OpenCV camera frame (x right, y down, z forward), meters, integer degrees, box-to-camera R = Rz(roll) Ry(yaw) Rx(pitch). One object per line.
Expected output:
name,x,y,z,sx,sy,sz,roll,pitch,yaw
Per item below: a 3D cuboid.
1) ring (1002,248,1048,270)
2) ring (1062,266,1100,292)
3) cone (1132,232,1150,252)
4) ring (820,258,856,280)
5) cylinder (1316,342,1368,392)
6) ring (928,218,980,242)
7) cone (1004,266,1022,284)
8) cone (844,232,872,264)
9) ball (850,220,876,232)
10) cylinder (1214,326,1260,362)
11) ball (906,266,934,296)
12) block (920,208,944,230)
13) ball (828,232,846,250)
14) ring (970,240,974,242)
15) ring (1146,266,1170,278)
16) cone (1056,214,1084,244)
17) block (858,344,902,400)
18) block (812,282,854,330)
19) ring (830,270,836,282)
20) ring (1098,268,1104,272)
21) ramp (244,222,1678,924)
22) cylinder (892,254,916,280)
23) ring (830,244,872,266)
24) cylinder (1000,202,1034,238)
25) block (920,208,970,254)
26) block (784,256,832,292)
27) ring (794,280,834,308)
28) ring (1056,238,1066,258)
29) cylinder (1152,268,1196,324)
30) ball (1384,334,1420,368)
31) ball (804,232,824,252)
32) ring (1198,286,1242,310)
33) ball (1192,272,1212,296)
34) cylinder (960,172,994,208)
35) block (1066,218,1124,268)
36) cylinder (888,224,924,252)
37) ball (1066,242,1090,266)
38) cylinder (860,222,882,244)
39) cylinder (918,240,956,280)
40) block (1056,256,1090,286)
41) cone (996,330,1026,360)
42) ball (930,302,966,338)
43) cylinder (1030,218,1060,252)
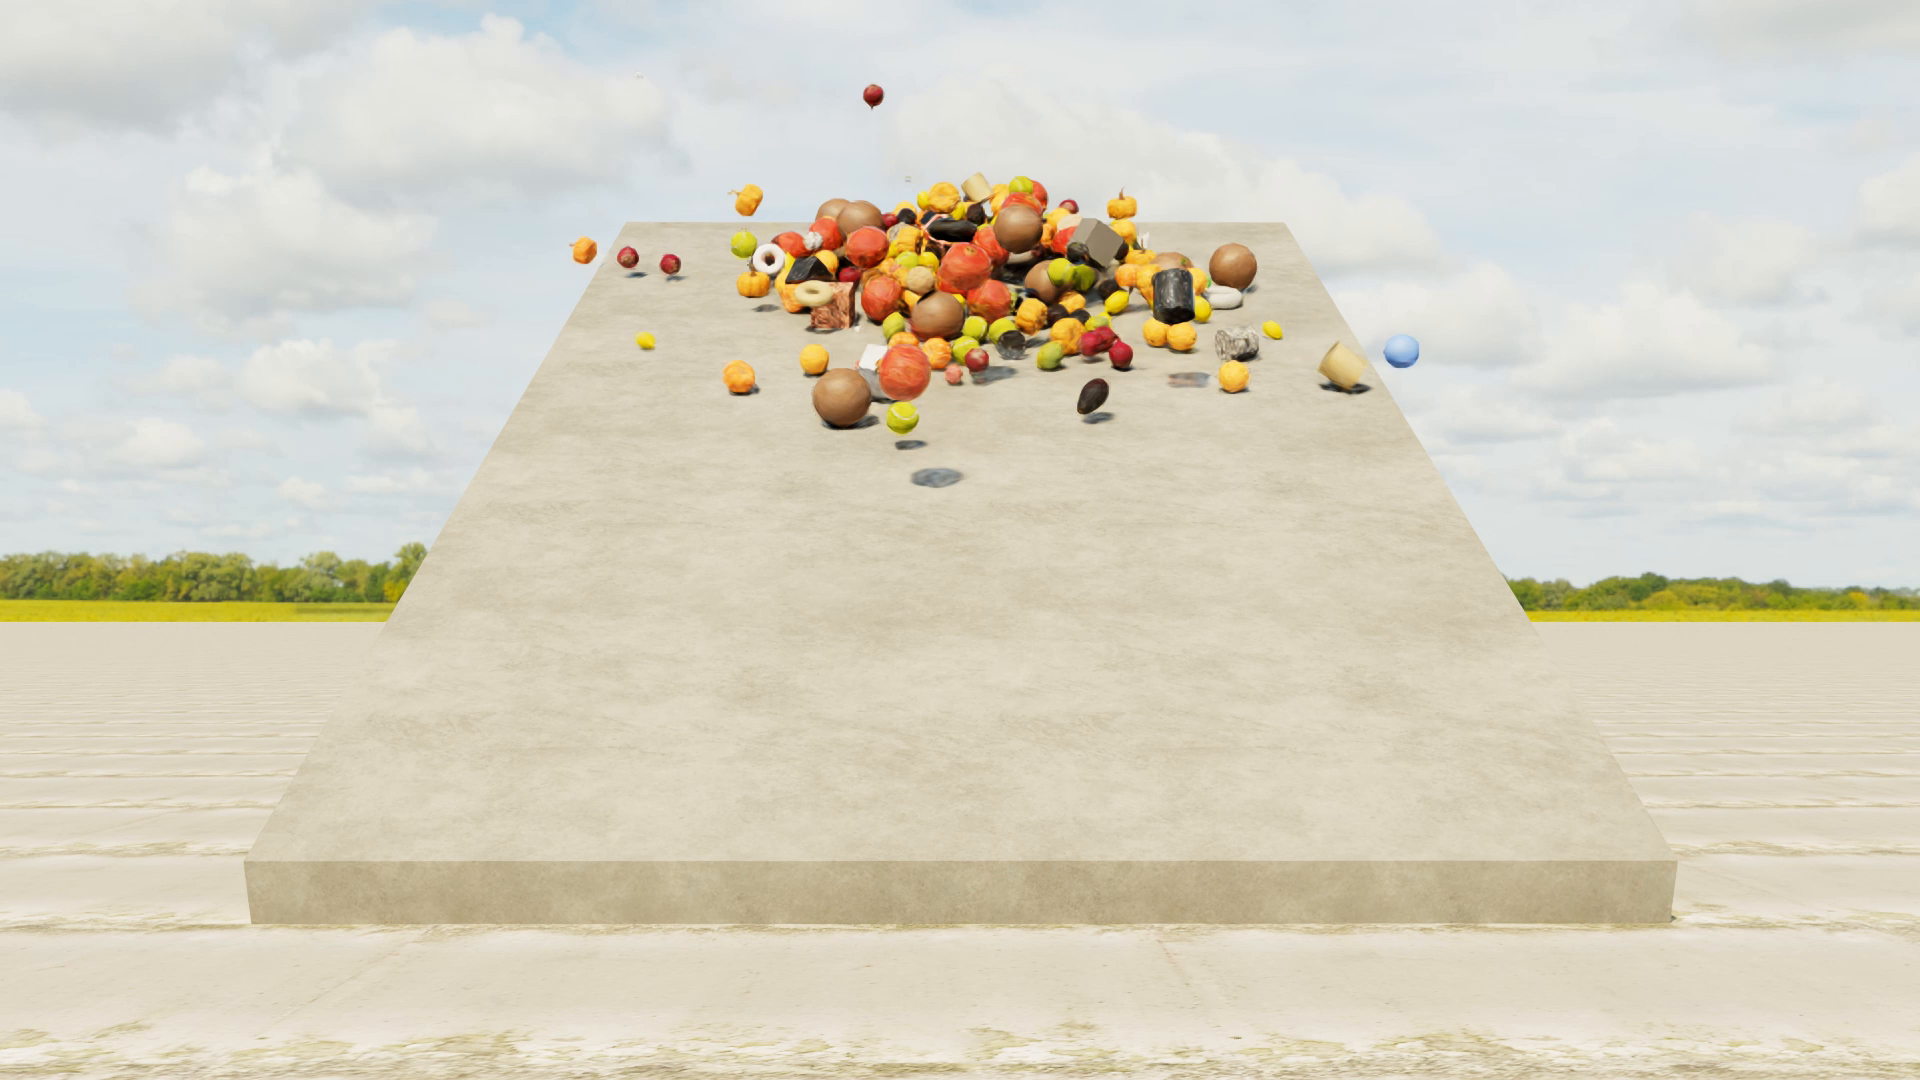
ring,0.180,-0.781,6.329,0.133,0.044,0.133,-9,4,1
ring,0.323,-0.707,6.117,0.104,0.104,0.035,0,-38,11
cone,0.524,-0.851,6.452,0.054,0.054,0.054,27,-6,3
ring,-0.345,-0.748,6.281,0.122,0.041,0.122,0,21,0
cylinder,0.884,-0.402,5.262,0.084,0.084,0.084,34,-4,-2
ring,-0.018,-0.843,6.205,0.143,0.048,0.143,4,-1,0
cone,0.136,-0.720,6.202,0.051,0.051,0.051,1,-1,31
cone,-0.314,-0.816,6.457,0.095,0.095,0.095,2,-13,-41
ball,-0.277,-0.887,6.591,0.082,0.082,0.082,0,-2,0
cylinder,0.669,-0.475,5.508,0.078,0.078,0.078,-11,4,-27
ball,-0.095,-0.619,5.436,0.069,0.069,0.069,0,-2,0
block,-0.068,-0.872,6.276,0.053,0.053,0.053,37,11,-40
ball,-0.352,-0.862,6.562,0.054,0.054,0.054,0,-2,0
ring,-0.006,-0.889,6.612,0.120,0.040,0.120,4,-3,0
ring,0.549,-0.735,6.273,0.077,0.026,0.077,1,21,-1
cone,0.317,-0.851,6.343,0.092,0.092,0.092,0,-10,6
block,-0.180,-0.382,5.165,0.080,0.080,0.080,12,-43,11
block,-0.324,-0.598,5.804,0.096,0.096,0.096,2,21,5
ring,-0.378,-0.704,6.157,0.089,0.030,0.089,-6,39,5
ring,0.351,-0.772,6.286,0.141,0.047,0.141,-15,32,10
ramp,-0.005,-0.212,5.063,2.000,0.100,4.000,0,21,0
cylinder,-0.152,-0.746,6.222,0.055,0.055,0.055,-25,-7,-3
ring,-0.299,-0.777,6.199,0.120,0.040,0.120,-16,-1,0
cylinder,0.159,-0.881,6.267,0.075,0.075,0.075,16,27,-8
block,-0.040,-0.861,6.422,0.088,0.088,0.088,-39,-24,-3
block,-0.395,-0.683,5.948,0.077,0.077,0.077,0,-35,40
ring,-0.367,-0.617,5.705,0.099,0.033,0.099,1,37,0
ring,0.328,-0.820,6.409,0.122,0.122,0.041,1,-39,-25
cylinder,0.487,-0.555,5.189,0.095,0.095,0.095,-1,-18,0
ball,1.066,-0.456,5.494,0.085,0.085,0.085,0,-2,0
ball,-0.392,-0.801,6.117,0.054,0.054,0.054,0,-2,0
ring,0.686,-0.637,5.995,0.119,0.040,0.119,-1,22,0
ball,0.640,-0.687,6.090,0.063,0.063,0.063,0,-2,0
cylinder,0.050,-0.993,6.467,0.072,0.072,0.072,-33,-2,-1
block,0.355,-0.783,6.011,0.094,0.094,0.094,33,-5,-26
cylinder,-0.152,-0.840,6.346,0.074,0.074,0.074,-1,9,25
ball,0.305,-0.741,5.895,0.062,0.062,0.062,0,-2,0
cylinder,-0.257,-0.874,6.504,0.051,0.051,0.051,-39,14,11
cylinder,-0.065,-0.769,6.238,0.081,0.081,0.081,22,15,-6
block,0.299,-0.717,6.046,0.059,0.059,0.059,26,-9,-10
cone,0.133,-0.469,5.553,0.074,0.074,0.074,0,-7,11
ball,-0.030,-0.550,5.681,0.090,0.090,0.090,0,-2,0
cylinder,0.264,-0.873,6.519,0.095,0.095,0.095,-1,-1,-29
